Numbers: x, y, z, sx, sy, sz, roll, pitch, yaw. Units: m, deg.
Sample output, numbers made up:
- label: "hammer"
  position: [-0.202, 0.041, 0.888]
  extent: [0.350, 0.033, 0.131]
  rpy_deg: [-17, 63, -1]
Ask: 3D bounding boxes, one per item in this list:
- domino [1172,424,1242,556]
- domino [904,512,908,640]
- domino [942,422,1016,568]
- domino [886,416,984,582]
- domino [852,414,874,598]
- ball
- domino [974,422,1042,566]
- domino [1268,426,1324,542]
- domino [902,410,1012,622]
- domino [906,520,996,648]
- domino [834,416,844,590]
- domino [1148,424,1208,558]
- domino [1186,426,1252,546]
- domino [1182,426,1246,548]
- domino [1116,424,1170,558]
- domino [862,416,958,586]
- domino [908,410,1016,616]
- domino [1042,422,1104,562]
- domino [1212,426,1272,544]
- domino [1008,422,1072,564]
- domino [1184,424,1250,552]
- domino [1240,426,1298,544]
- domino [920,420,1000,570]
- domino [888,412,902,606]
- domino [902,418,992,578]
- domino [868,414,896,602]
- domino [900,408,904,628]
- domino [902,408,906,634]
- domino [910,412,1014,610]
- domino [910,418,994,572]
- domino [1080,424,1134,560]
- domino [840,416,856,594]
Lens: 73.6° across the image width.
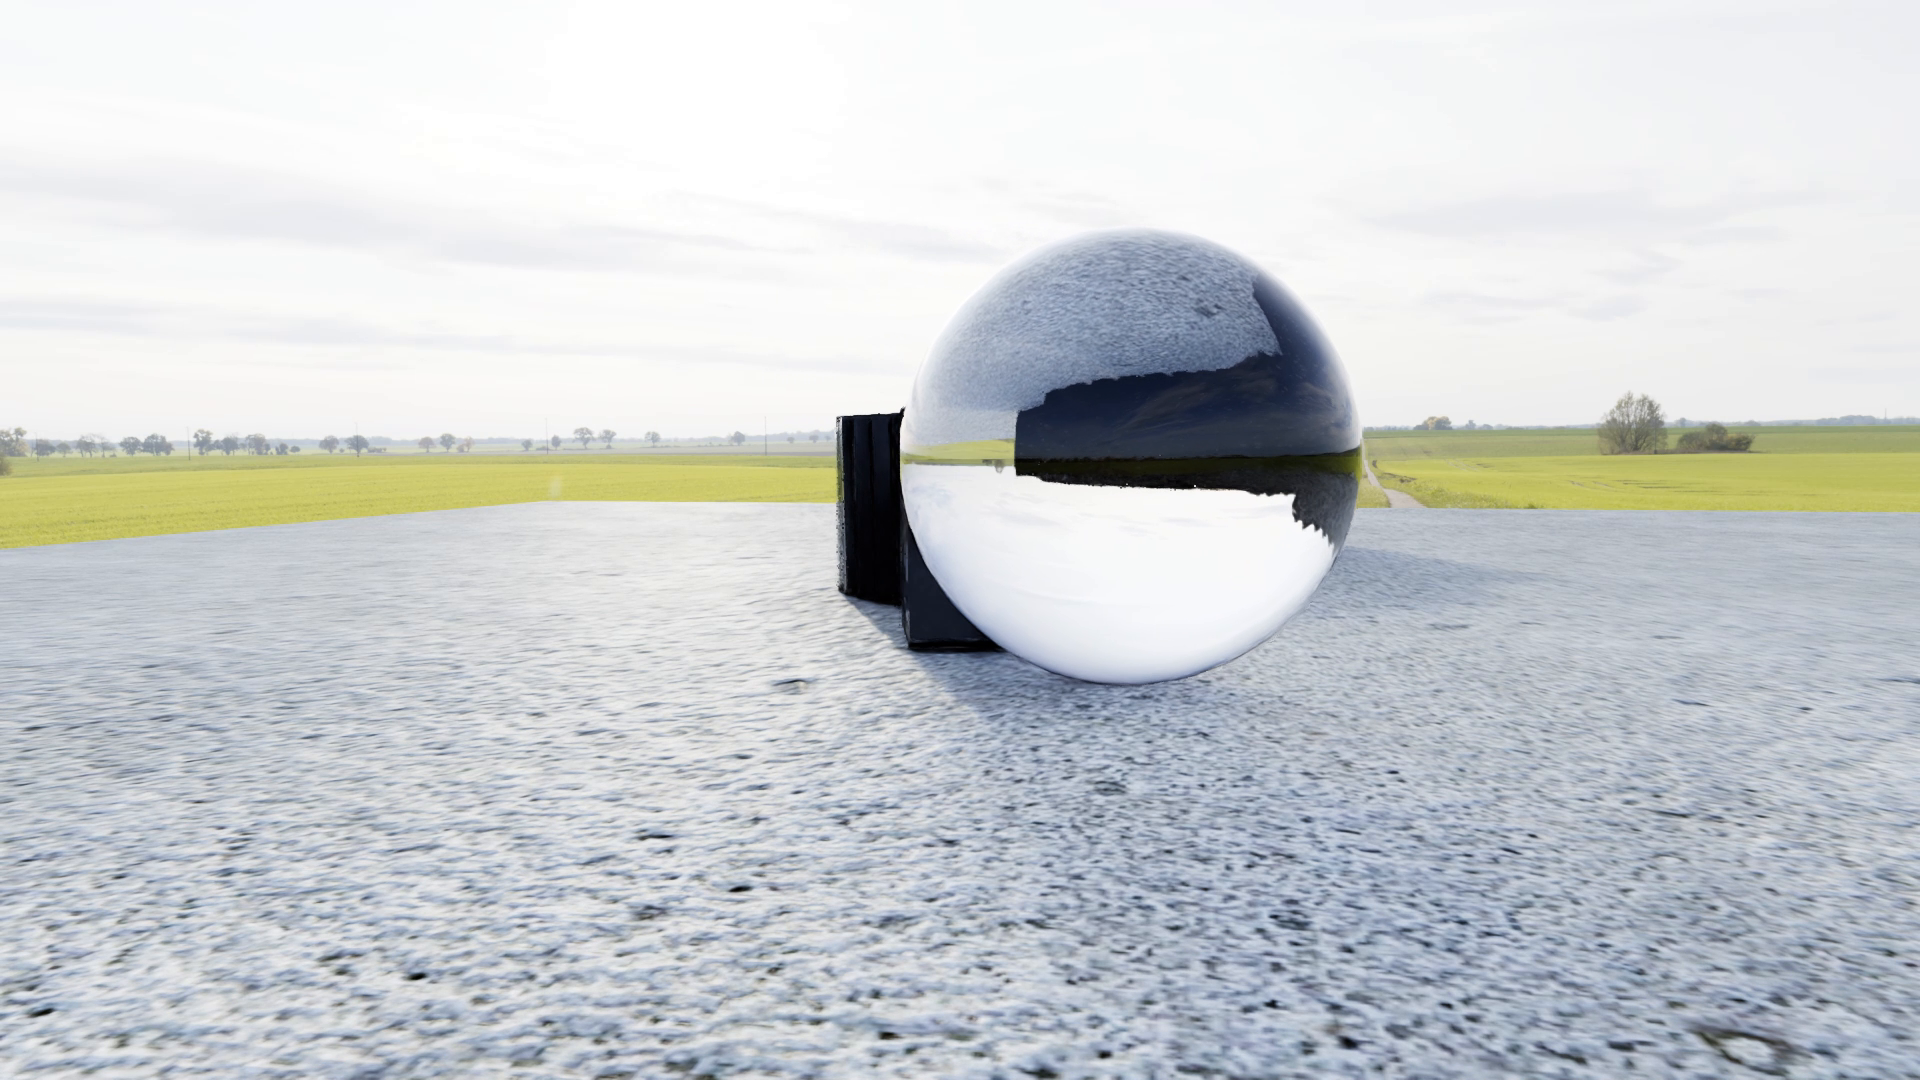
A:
- label: "domino"
  position: [0.097, -0.020, 0.500]
  extent: [0.025, 0.050, 0.010]
  rpy_deg: [4, 6, 45]
- label: "domino"
  position: [0.001, -0.004, 0.279]
  extent: [0.025, 0.050, 0.009]
  rpy_deg: [0, -11, -4]
- label: "domino"
  position: [0.006, -0.016, 0.448]
  extent: [0.025, 0.050, 0.009]
  rpy_deg: [3, 5, 36]
- label: "domino"
  position: [-0.008, -0.013, 0.398]
  extent: [0.025, 0.050, 0.010]
  rpy_deg: [1, -11, 17]
- label: "domino"
  position: [-0.017, -0.010, 0.357]
  extent: [0.025, 0.050, 0.009]
  rpy_deg: [-1, -12, -10]
- label: "ball"
  position: [0.029, -0.014, 0.226]
  extent: [0.080, 0.080, 0.080]
  rpy_deg: [0, 4, 0]
- label: "domino"
  position: [0.017, -0.017, 0.459]
  extent: [0.010, 0.050, 0.025]
  rpy_deg: [-4, 6, -41]
- label: "domino"
  position: [0.148, -0.025, 0.567]
  extent: [0.009, 0.050, 0.025]
  rpy_deg: [-2, 5, -25]
- label: "domino"
  position: [-0.001, -0.006, 0.309]
  extent: [0.025, 0.050, 0.009]
  rpy_deg: [0, -11, -4]
- label: "domino"
  position: [0.001, -0.003, 0.269]
  extent: [0.025, 0.050, 0.009]
  rpy_deg: [0, -11, -4]
- label: "domino"
  position: [-0.024, -0.011, 0.376]
  extent: [0.025, 0.050, 0.009]
  rpy_deg: [-1, -12, -8]
- label: "domino"
  position: [0.084, -0.019, 0.493]
  extent: [0.009, 0.050, 0.025]
  rpy_deg: [-2, 5, -24]
- label: "domino"
  position: [0.110, -0.023, 0.543]
  extent: [0.025, 0.050, 0.009]
  rpy_deg: [3, 5, 37]
- label: "domino"
  position: [0.105, -0.022, 0.529]
  extent: [0.025, 0.050, 0.009]
  rpy_deg: [1, 4, 9]
- label: "domino"
  position: [0.069, -0.019, 0.488]
  extent: [0.010, 0.050, 0.025]
  rpy_deg: [-1, 5, -19]
- label: "domino"
  position: [-0.015, -0.012, 0.389]
  extent: [0.025, 0.050, 0.009]
  rpy_deg: [1, -11, 12]
- label: "domino"
  position: [0.000, -0.007, 0.318]
  extent: [0.025, 0.050, 0.010]
  rpy_deg: [0, -11, -4]
- label: "domino"
  position: [0.041, -0.018, 0.476]
  extent: [0.010, 0.050, 0.025]
  rpy_deg: [-3, 5, -31]
- label: "domino"
  position: [0.121, -0.024, 0.553]
  extent: [0.009, 0.050, 0.025]
  rpy_deg: [-3, 5, -32]
- label: "domino"
  position: [0.029, -0.018, 0.468]
  extent: [0.010, 0.050, 0.025]
  rpy_deg: [-3, 5, -34]
- label: "domino"
  position: [0.103, -0.021, 0.515]
  extent: [0.025, 0.050, 0.010]
  rpy_deg: [1, 4, 14]
- label: "domino"
  position: [0.135, -0.024, 0.560]
  extent: [0.009, 0.050, 0.025]
  rpy_deg: [-2, 5, -26]
- label: "domino"
  position: [0.000, -0.015, 0.435]
  extent: [0.025, 0.050, 0.009]
  rpy_deg: [1, 3, 15]
- label: "domino"
  position: [-0.005, -0.008, 0.339]
  extent: [0.025, 0.050, 0.009]
  rpy_deg: [-1, -12, -10]
- label: "domino"
  position: [-0.004, -0.014, 0.409]
  extent: [0.025, 0.050, 0.010]
  rpy_deg: [1, -8, 12]
- label: "domino"
  position: [-0.011, -0.009, 0.348]
  extent: [0.025, 0.050, 0.009]
  rpy_deg: [-1, -12, -10]
- label: "domino"
  position: [-0.001, -0.005, 0.299]
  extent: [0.025, 0.050, 0.010]
  rpy_deg: [0, -11, -4]
- label: "domino"
  position: [0.000, -0.004, 0.289]
  extent: [0.025, 0.050, 0.009]
  rpy_deg: [0, -11, -4]
- label: "domino"
  position: [0.000, -0.007, 0.329]
  extent: [0.025, 0.050, 0.009]
  rpy_deg: [0, -12, -4]
- label: "domino"
  position: [-0.002, -0.014, 0.422]
  extent: [0.025, 0.050, 0.010]
  rpy_deg: [1, -2, 10]
- label: "domino"
  position: [0.055, -0.019, 0.483]
  extent: [0.009, 0.050, 0.025]
  rpy_deg: [-2, 5, -21]
- label: "domino"
  position: [-0.021, -0.010, 0.366]
  extent: [0.025, 0.050, 0.009]
  rpy_deg: [-1, -12, -10]
